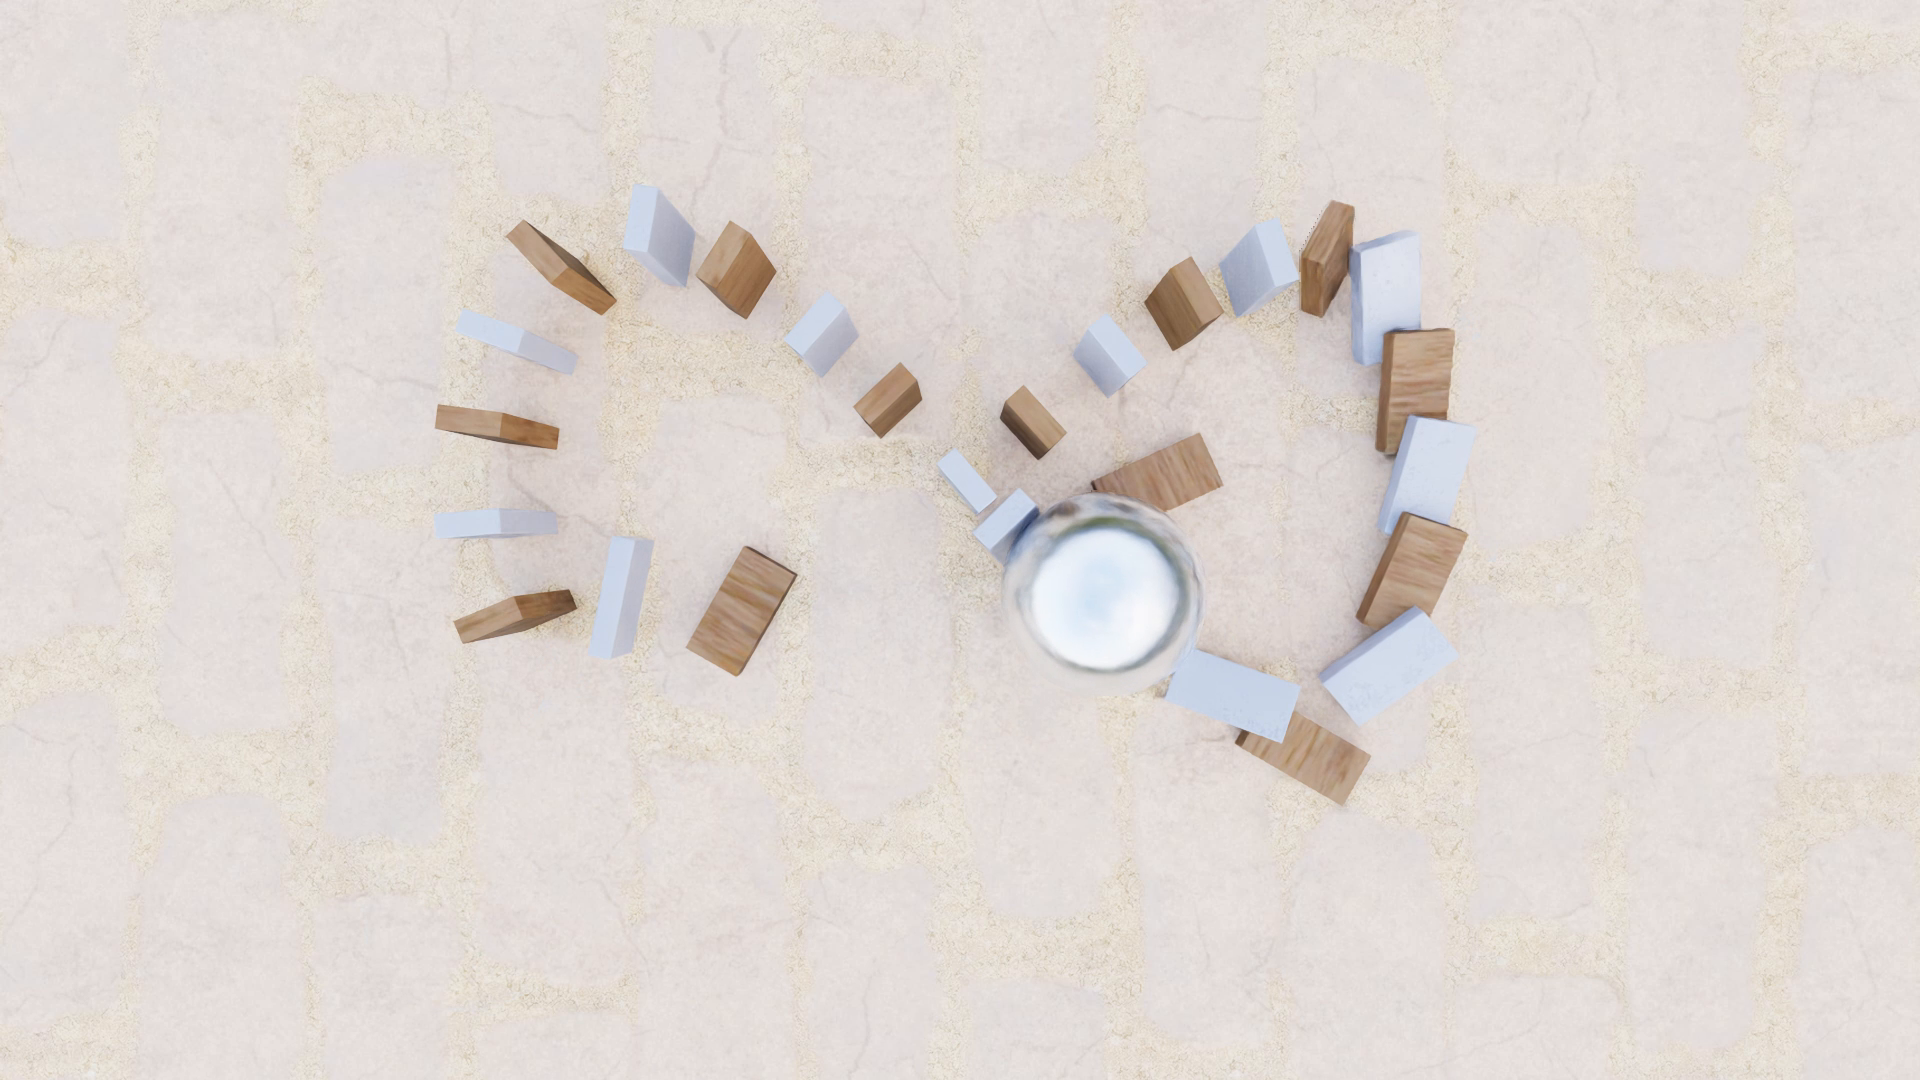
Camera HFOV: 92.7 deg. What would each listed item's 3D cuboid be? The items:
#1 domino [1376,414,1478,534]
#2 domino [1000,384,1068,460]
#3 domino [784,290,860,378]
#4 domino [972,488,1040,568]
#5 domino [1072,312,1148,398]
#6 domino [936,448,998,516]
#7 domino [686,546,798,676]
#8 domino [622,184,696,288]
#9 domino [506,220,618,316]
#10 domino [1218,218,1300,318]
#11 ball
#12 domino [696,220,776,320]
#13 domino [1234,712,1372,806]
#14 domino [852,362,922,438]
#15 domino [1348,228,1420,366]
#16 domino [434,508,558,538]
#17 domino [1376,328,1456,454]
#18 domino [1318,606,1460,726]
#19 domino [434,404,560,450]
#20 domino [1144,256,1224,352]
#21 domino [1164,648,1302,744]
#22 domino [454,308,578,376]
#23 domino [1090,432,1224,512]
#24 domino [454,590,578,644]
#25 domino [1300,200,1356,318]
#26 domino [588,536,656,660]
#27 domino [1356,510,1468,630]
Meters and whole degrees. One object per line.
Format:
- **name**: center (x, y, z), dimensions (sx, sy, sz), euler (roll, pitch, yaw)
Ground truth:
- **domino**: center (0.198, -0.026, 0.389), dimensions (0.025, 0.009, 0.050), euler (9, 106, 0)
- **domino**: center (0.029, -0.047, 0.375), dimensions (0.010, 0.050, 0.025), euler (-42, 90, 0)
- **domino**: center (-0.056, -0.083, 0.375), dimensions (0.009, 0.050, 0.025), euler (42, 90, 0)
- **domino**: center (0.021, -0.004, 0.375), dimensions (0.025, 0.050, 0.010), euler (-44, 77, 0)
- **domino**: center (0.060, -0.074, 0.375), dimensions (0.009, 0.050, 0.025), euler (-39, 90, 0)
- **domino**: center (0.003, -0.023, 0.375), dimensions (0.009, 0.050, 0.025), euler (-41, 90, 0)
- **domino**: center (-0.094, 0.031, 0.395), dimensions (0.025, 0.009, 0.050), euler (30, 90, 0)
- **domino**: center (-0.122, -0.123, 0.375), dimensions (0.009, 0.050, 0.025), euler (10, 90, 0)
- **domino**: center (-0.162, -0.110, 0.375), dimensions (0.009, 0.050, 0.025), euler (-43, 90, 0)
- **domino**: center (0.121, -0.110, 0.375), dimensions (0.010, 0.050, 0.025), euler (-19, 90, 0)
- **ball**: center (0.056, 0.021, 0.360), dimensions (0.080, 0.080, 0.080), euler (0, 90, 0)
- **domino**: center (-0.091, -0.109, 0.375), dimensions (0.009, 0.050, 0.025), euler (32, 90, 0)
- **domino**: center (0.148, 0.090, 0.395), dimensions (0.050, 0.010, 0.025), euler (30, 90, 0)
- **domino**: center (-0.029, -0.056, 0.375), dimensions (0.025, 0.050, 0.009), euler (-43, 90, 0)
- **domino**: center (0.178, -0.101, 0.383), dimensions (0.025, 0.009, 0.050), euler (-17, 121, 0)
- **domino**: center (-0.188, -0.006, 0.375), dimensions (0.025, 0.050, 0.010), euler (-5, 90, 0)
- **domino**: center (0.192, -0.063, 0.388), dimensions (0.025, 0.010, 0.050), euler (-4, 107, 0)
- **domino**: center (0.181, 0.054, 0.389), dimensions (0.050, 0.010, 0.025), euler (-40, 96, 12)
- **domino**: center (-0.188, -0.046, 0.375), dimensions (0.025, 0.050, 0.009), euler (7, 90, 0)
- **domino**: center (0.091, -0.095, 0.375), dimensions (0.010, 0.050, 0.025), euler (-31, 90, 0)
- **domino**: center (0.115, 0.065, 0.389), dimensions (0.050, 0.010, 0.025), euler (19, 88, 13)
- **domino**: center (-0.180, -0.080, 0.375), dimensions (0.025, 0.050, 0.009), euler (19, 90, 0)
- **domino**: center (0.085, -0.024, 0.395), dimensions (0.050, 0.009, 0.025), euler (-24, 90, 0)
- **domino**: center (-0.180, 0.031, 0.375), dimensions (0.025, 0.050, 0.010), euler (-23, 90, 0)
- **domino**: center (0.150, -0.114, 0.375), dimensions (0.010, 0.050, 0.025), euler (29, 90, 24)
- **domino**: center (-0.143, 0.024, 0.388), dimensions (0.009, 0.025, 0.050), euler (12, 90, 0)
- **domino**: center (0.191, 0.016, 0.389), dimensions (0.025, 0.009, 0.050), euler (18, 104, 0)
